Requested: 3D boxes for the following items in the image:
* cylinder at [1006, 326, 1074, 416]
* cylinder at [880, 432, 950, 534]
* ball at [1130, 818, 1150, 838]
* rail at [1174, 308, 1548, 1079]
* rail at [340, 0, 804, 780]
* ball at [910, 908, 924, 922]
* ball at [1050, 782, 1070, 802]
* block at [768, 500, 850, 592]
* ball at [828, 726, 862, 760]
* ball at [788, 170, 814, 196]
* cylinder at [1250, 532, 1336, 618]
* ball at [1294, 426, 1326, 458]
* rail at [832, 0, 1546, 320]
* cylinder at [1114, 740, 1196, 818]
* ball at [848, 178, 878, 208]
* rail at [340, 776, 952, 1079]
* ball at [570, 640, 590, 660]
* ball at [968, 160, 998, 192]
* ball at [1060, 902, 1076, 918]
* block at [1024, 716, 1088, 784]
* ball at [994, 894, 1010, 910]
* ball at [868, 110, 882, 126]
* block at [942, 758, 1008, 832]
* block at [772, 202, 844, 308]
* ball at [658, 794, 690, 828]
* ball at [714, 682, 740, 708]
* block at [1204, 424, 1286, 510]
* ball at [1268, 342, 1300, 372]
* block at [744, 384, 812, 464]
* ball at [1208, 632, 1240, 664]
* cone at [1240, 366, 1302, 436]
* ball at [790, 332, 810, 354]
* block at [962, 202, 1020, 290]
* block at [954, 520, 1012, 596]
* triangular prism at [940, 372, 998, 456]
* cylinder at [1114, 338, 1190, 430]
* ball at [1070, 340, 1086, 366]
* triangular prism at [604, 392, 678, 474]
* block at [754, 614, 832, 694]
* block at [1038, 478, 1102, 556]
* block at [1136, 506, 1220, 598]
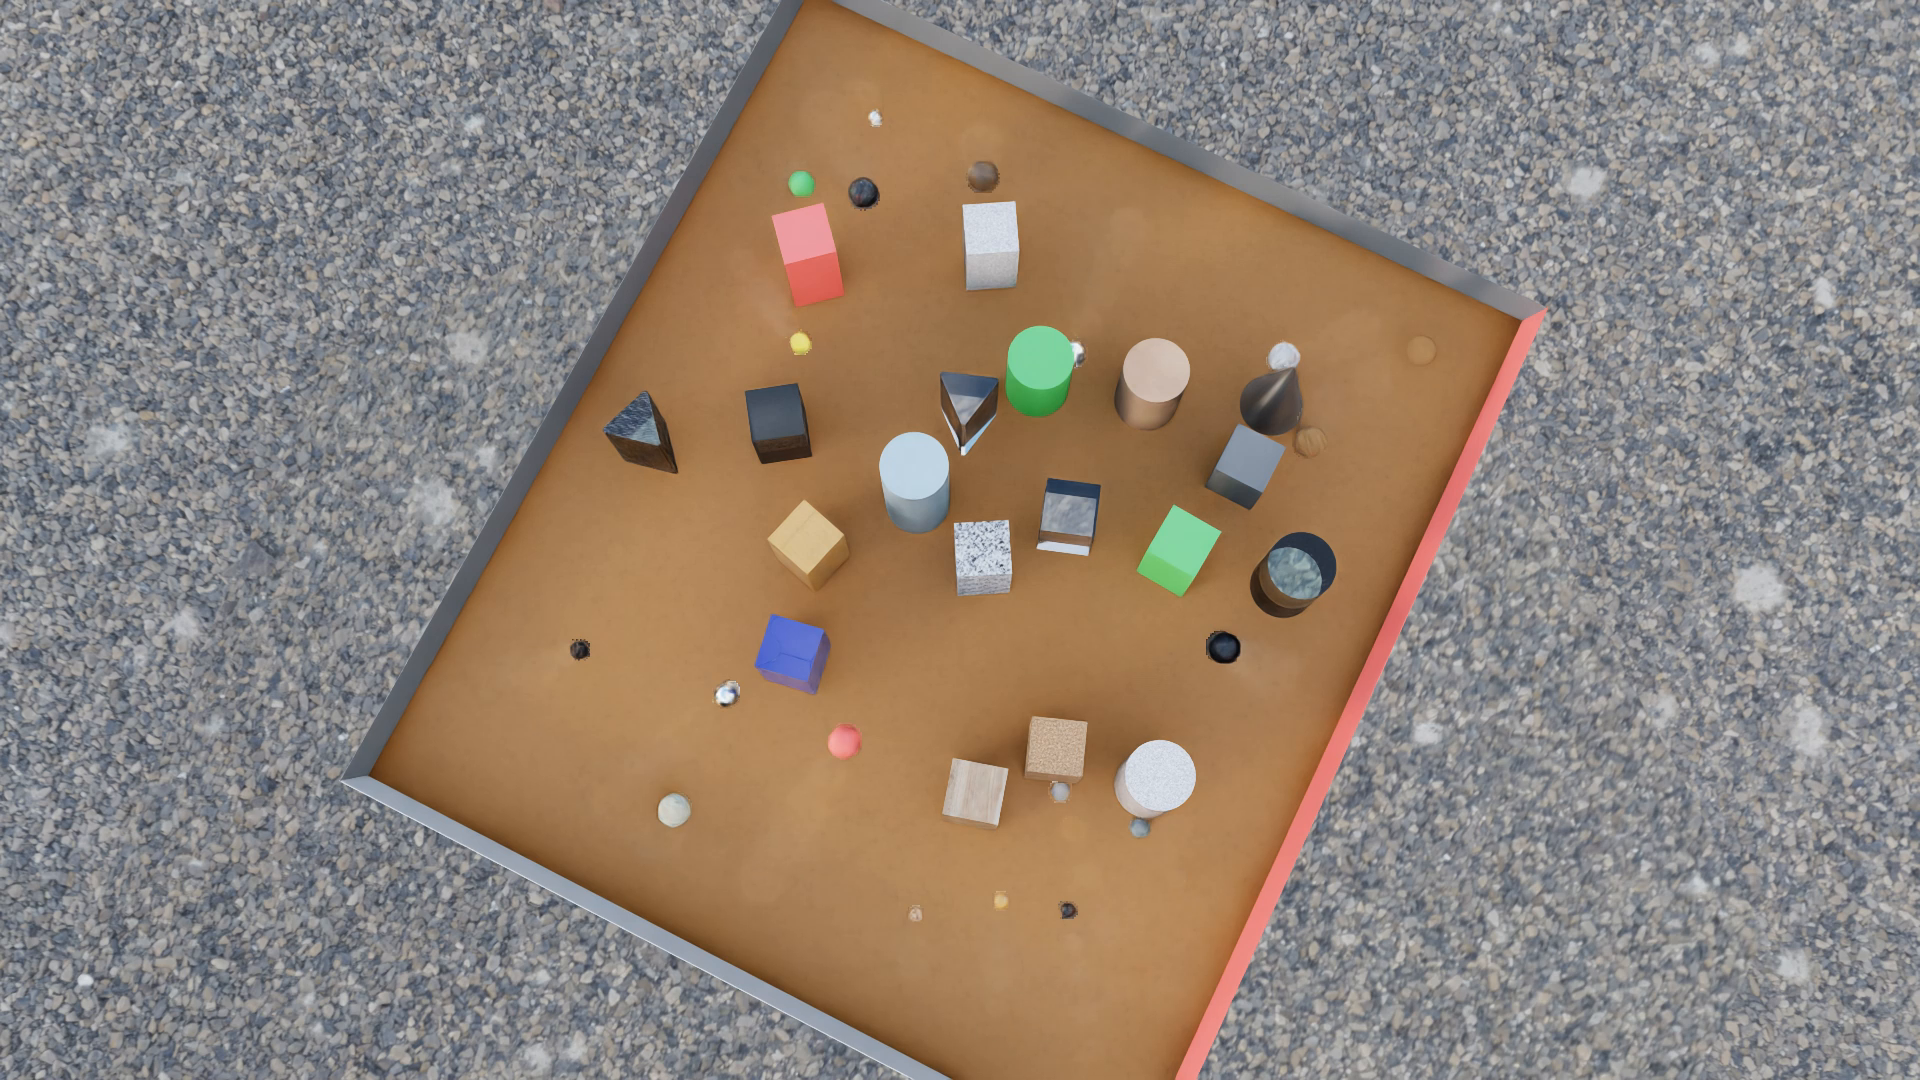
[{"bbox_3d":[0.240,-0.509,5.569,0.197,0.300,0.197,0,78,0],"label":"cylinder"},{"bbox_3d":[-0.130,-0.163,5.411,0.197,0.469,0.197,0,78,0],"label":"cylinder"},{"bbox_3d":[0.534,0.851,5.410,0.059,0.059,0.059,0,78,0],"label":"ball"},{"bbox_3d":[1.137,0.563,5.434,0.045,0.128,2.912,26,80,5],"label":"rail"},{"bbox_3d":[-1.137,-0.550,5.664,0.045,0.128,2.912,26,80,5],"label":"rail"},{"bbox_3d":[-0.129,1.099,5.368,0.041,0.041,0.041,0,78,0],"label":"ball"},{"bbox_3d":[0.299,0.744,5.430,0.059,0.059,0.059,0,78,0],"label":"ball"},{"bbox_3d":[-0.447,0.021,5.459,0.158,0.300,0.158,41,81,8],"label":"block"},{"bbox_3d":[-0.343,0.601,5.442,0.099,0.099,0.099,0,78,0],"label":"ball"},{"bbox_3d":[-0.503,-1.130,5.810,0.080,0.080,0.080,0,78,0],"label":"ball"},{"bbox_3d":[0.983,0.107,5.424,0.197,0.335,0.197,0,78,0],"label":"cylinder"},{"bbox_3d":[1.072,-0.300,5.601,0.096,0.096,0.096,0,78,0],"label":"ball"},{"bbox_3d":[0.641,-1.248,5.808,2.589,0.128,0.045,26,80,5],"label":"rail"},{"bbox_3d":[0.558,0.693,5.284,0.197,0.370,0.197,0,78,0],"label":"cylinder"},{"bbox_3d":[-0.305,-1.097,5.794,0.096,0.096,0.096,0,78,0],"label":"ball"},{"bbox_3d":[-0.641,1.261,5.289,2.589,0.128,0.045,26,80,5],"label":"rail"},{"bbox_3d":[-1.147,0.332,5.518,0.058,0.058,0.058,0,78,0],"label":"ball"},{"bbox_3d":[0.074,-1.152,5.805,0.098,0.098,0.098,0,78,0],"label":"ball"},{"bbox_3d":[0.316,1.085,5.369,0.045,0.045,0.045,0,78,0],"label":"ball"},{"bbox_3d":[0.278,0.615,5.356,0.158,0.261,0.158,6,78,1],"label":"block"},{"bbox_3d":[0.121,1.060,5.374,0.046,0.046,0.046,0,78,0],"label":"ball"},{"bbox_3d":[-0.272,-1.354,5.873,0.047,0.047,0.047,0,78,0],"label":"ball"},{"bbox_3d":[0.043,0.736,5.273,0.158,0.374,0.158,11,79,2],"label":"block"},{"bbox_3d":[-0.461,-0.866,5.599,0.158,0.385,0.158,-15,79,-3],"label":"block"},{"bbox_3d":[-0.843,0.798,5.402,0.097,0.097,0.097,0,78,0],"label":"ball"},{"bbox_3d":[-0.699,0.463,5.482,0.076,0.076,0.076,0,78,0],"label":"ball"},{"bbox_3d":[0.860,-0.219,5.541,0.158,0.237,0.158,28,80,5],"label":"block"},{"bbox_3d":[1.002,-0.563,5.665,0.095,0.095,0.095,0,78,0],"label":"ball"},{"bbox_3d":[-0.547,-0.350,5.550,0.158,0.273,0.158,-9,78,-2],"label":"block"},{"bbox_3d":[0.794,0.325,5.500,0.097,0.097,0.097,0,78,0],"label":"ball"},{"bbox_3d":[0.969,-0.462,5.501,0.197,0.413,0.197,0,78,0],"label":"cone"},{"bbox_3d":[-0.499,-0.615,5.711,0.064,0.064,0.064,0,78,0],"label":"ball"},{"bbox_3d":[0.093,-0.902,5.640,0.158,0.319,0.158,-4,78,-1],"label":"block"},{"bbox_3d":[0.067,0.056,5.442,0.158,0.318,0.158,-3,78,-1],"label":"block"},{"bbox_3d":[0.002,-0.408,5.516,0.148,0.362,0.171,36,81,7],"label":"triangular prism"},{"bbox_3d":[0.579,-0.468,5.550,0.197,0.321,0.197,0,78,0],"label":"cylinder"},{"bbox_3d":[0.351,-0.579,5.694,0.082,0.082,0.082,0,78,0],"label":"ball"},{"bbox_3d":[-0.936,-0.332,5.508,0.171,0.348,0.148,15,79,3],"label":"triangular prism"},{"bbox_3d":[-0.488,0.339,5.387,0.158,0.313,0.158,16,79,3],"label":"block"},{"bbox_3d":[0.324,-0.067,5.488,0.158,0.279,0.158,8,78,2],"label":"block"},{"bbox_3d":[0.646,0.036,5.443,0.158,0.325,0.158,30,80,6],"label":"block"}]
